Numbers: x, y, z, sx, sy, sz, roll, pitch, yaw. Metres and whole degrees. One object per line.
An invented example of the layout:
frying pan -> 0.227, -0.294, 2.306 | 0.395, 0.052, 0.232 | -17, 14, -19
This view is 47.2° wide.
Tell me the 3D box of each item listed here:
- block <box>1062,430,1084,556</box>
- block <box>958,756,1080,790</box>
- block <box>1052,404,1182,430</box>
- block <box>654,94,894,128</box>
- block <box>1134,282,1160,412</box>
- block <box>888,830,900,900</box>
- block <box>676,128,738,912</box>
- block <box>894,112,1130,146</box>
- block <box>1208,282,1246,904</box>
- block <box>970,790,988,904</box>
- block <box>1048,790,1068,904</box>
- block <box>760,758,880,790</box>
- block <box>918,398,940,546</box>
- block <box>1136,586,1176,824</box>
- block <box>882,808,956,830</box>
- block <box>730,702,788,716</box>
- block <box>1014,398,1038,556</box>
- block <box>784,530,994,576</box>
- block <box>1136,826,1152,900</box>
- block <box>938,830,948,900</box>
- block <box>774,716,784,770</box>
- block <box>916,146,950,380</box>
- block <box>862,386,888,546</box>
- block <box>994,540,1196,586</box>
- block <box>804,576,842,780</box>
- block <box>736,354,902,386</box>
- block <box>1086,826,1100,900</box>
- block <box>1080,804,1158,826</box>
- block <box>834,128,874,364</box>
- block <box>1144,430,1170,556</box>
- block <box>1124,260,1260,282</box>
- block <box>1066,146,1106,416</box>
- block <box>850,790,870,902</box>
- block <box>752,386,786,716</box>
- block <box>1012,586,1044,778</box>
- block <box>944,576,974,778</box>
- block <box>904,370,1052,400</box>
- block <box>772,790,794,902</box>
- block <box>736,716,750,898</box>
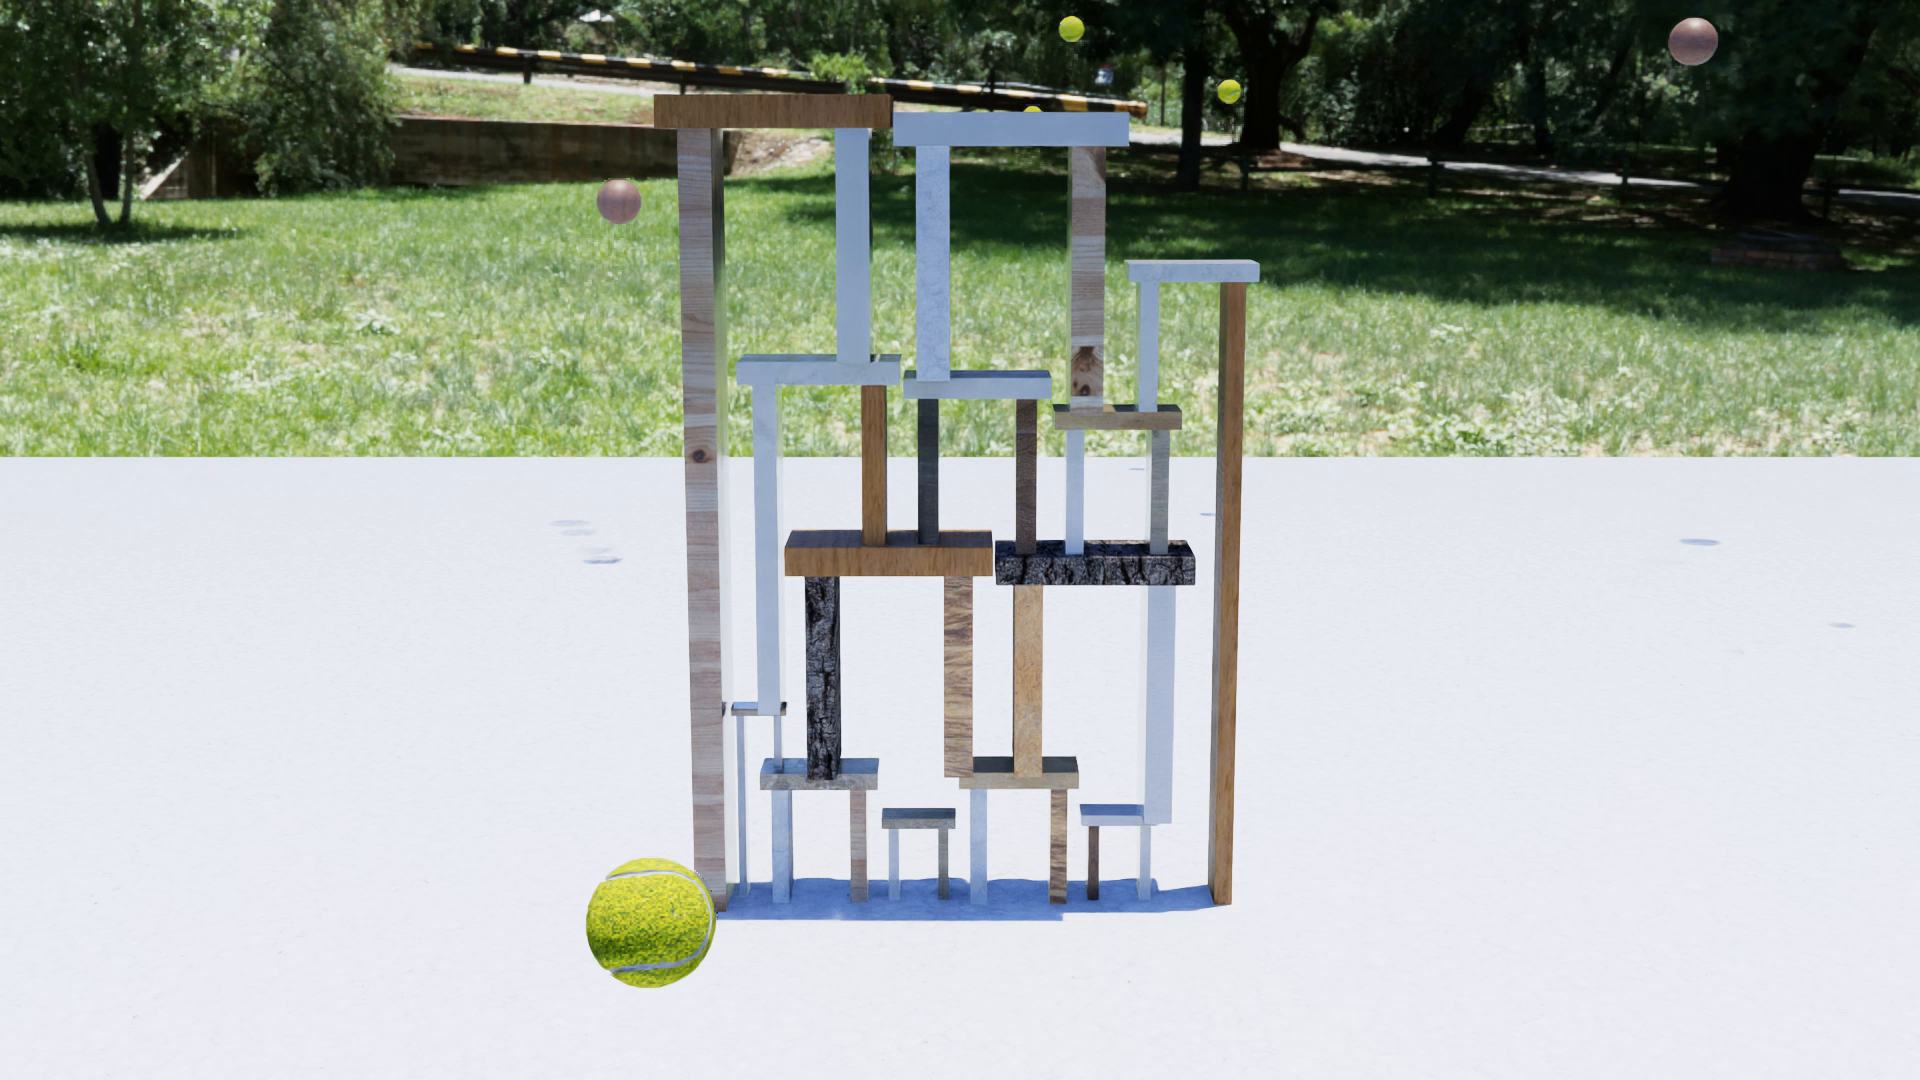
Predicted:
block -> 0.183, -0.084, 3.541 | 0.029, 0.202, 0.101 | 0, 11, 0
block -> 0.096, 0.384, 3.629 | 0.196, 0.028, 0.098 | 0, 11, 0
block -> 0.250, -0.198, 3.520 | 0.202, 0.029, 0.101 | 0, 11, 0
block -> -0.287, -0.669, 3.437 | 0.360, 0.051, 0.180 | 0, 11, 0
block -> 0.296, -0.311, 3.497 | 0.029, 0.203, 0.102 | 0, 11, 0
block -> -0.109, 0.530, 3.657 | 0.017, 0.122, 0.061 | 0, 11, 0
block -> -0.406, -0.027, 3.556 | 0.051, 1.255, 0.180 | 0, 11, 0
block -> 0.078, -0.642, 3.436 | 0.359, 0.051, 0.180 | 0, 11, 0
block -> 0.432, 0.090, 3.572 | 0.029, 1.019, 0.102 | 0, 11, 0
block -> 0.031, 0.494, 3.649 | 0.028, 0.196, 0.098 | 0, 11, 0
block -> 0.162, 0.494, 3.649 | 0.028, 0.196, 0.098 | 0, 11, 0
block -> -0.231, 0.386, 3.635 | 0.193, 0.027, 0.096 | 0, 11, 0
block -> -0.051, -0.118, 3.542 | 0.033, 0.234, 0.117 | 0, 11, 0
block -> 0.321, 0.252, 3.609 | 0.045, 0.395, 0.158 | 0, 11, 0
block -> -0.068, 0.461, 3.645 | 0.122, 0.017, 0.061 | 0, 11, 0
block -> -0.329, 0.277, 3.615 | 0.091, 0.013, 0.045 | 0, 10, 0
block -> 0.105, -0.110, 3.543 | 0.033, 0.250, 0.117 | 0, 11, 0
block -> -0.113, 0.020, 3.568 | 0.331, 0.047, 0.166 | 0, 11, 0
block -> 0.306, 0.527, 3.657 | 0.018, 0.128, 0.064 | 0, 11, 0
block -> -0.027, 0.530, 3.657 | 0.017, 0.122, 0.061 | 0, 11, 0
block -> -0.299, 0.328, 3.624 | 0.013, 0.091, 0.045 | 0, 11, 0
block -> -0.042, -0.440, 3.474 | 0.051, 0.359, 0.180 | 0, 11, 0
block -> -0.137, -0.129, 3.540 | 0.036, 0.257, 0.128 | 0, 11, 0
block -> 0.216, 0.036, 3.569 | 0.317, 0.045, 0.158 | 0, 11, 0
block -> -0.223, 0.208, 3.603 | 0.047, 0.335, 0.166 | 0, 11, 0
block -> -0.223, -0.273, 3.514 | 0.256, 0.036, 0.128 | 0, 11, 0
block -> 0.220, 0.527, 3.657 | 0.018, 0.128, 0.064 | 0, 11, 0
block -> 0.263, 0.455, 3.644 | 0.128, 0.018, 0.064 | 0, 11, 0
block -> -0.166, -0.467, 3.475 | 0.051, 0.360, 0.180 | 0, 11, 0
block -> 0.317, -0.084, 3.541 | 0.029, 0.202, 0.101 | 0, 11, 0
block -> 0.365, -0.425, 3.476 | 0.203, 0.029, 0.102 | 0, 11, 0
block -> 0.198, -0.414, 3.478 | 0.051, 0.413, 0.180 | 0, 11, 0
block -> -0.167, 0.495, 3.655 | 0.027, 0.193, 0.096 | 0, 11, 0
block -> -0.308, 0.008, 3.565 | 0.036, 0.535, 0.128 | 0, 10, 0
block -> 0.110, 0.213, 3.602 | 0.045, 0.317, 0.158 | 0, 10, 0
block -> -0.003, 0.206, 3.603 | 0.047, 0.331, 0.166 | 0, 11, 0
block -> 0.028, -0.249, 3.517 | 0.234, 0.033, 0.117 | 0, 11, 0
block -> -0.295, 0.495, 3.655 | 0.027, 0.193, 0.096 | 0, 11, 0
block -> -0.359, 0.437, 3.644 | 0.013, 0.311, 0.045 | 0, 11, 0
